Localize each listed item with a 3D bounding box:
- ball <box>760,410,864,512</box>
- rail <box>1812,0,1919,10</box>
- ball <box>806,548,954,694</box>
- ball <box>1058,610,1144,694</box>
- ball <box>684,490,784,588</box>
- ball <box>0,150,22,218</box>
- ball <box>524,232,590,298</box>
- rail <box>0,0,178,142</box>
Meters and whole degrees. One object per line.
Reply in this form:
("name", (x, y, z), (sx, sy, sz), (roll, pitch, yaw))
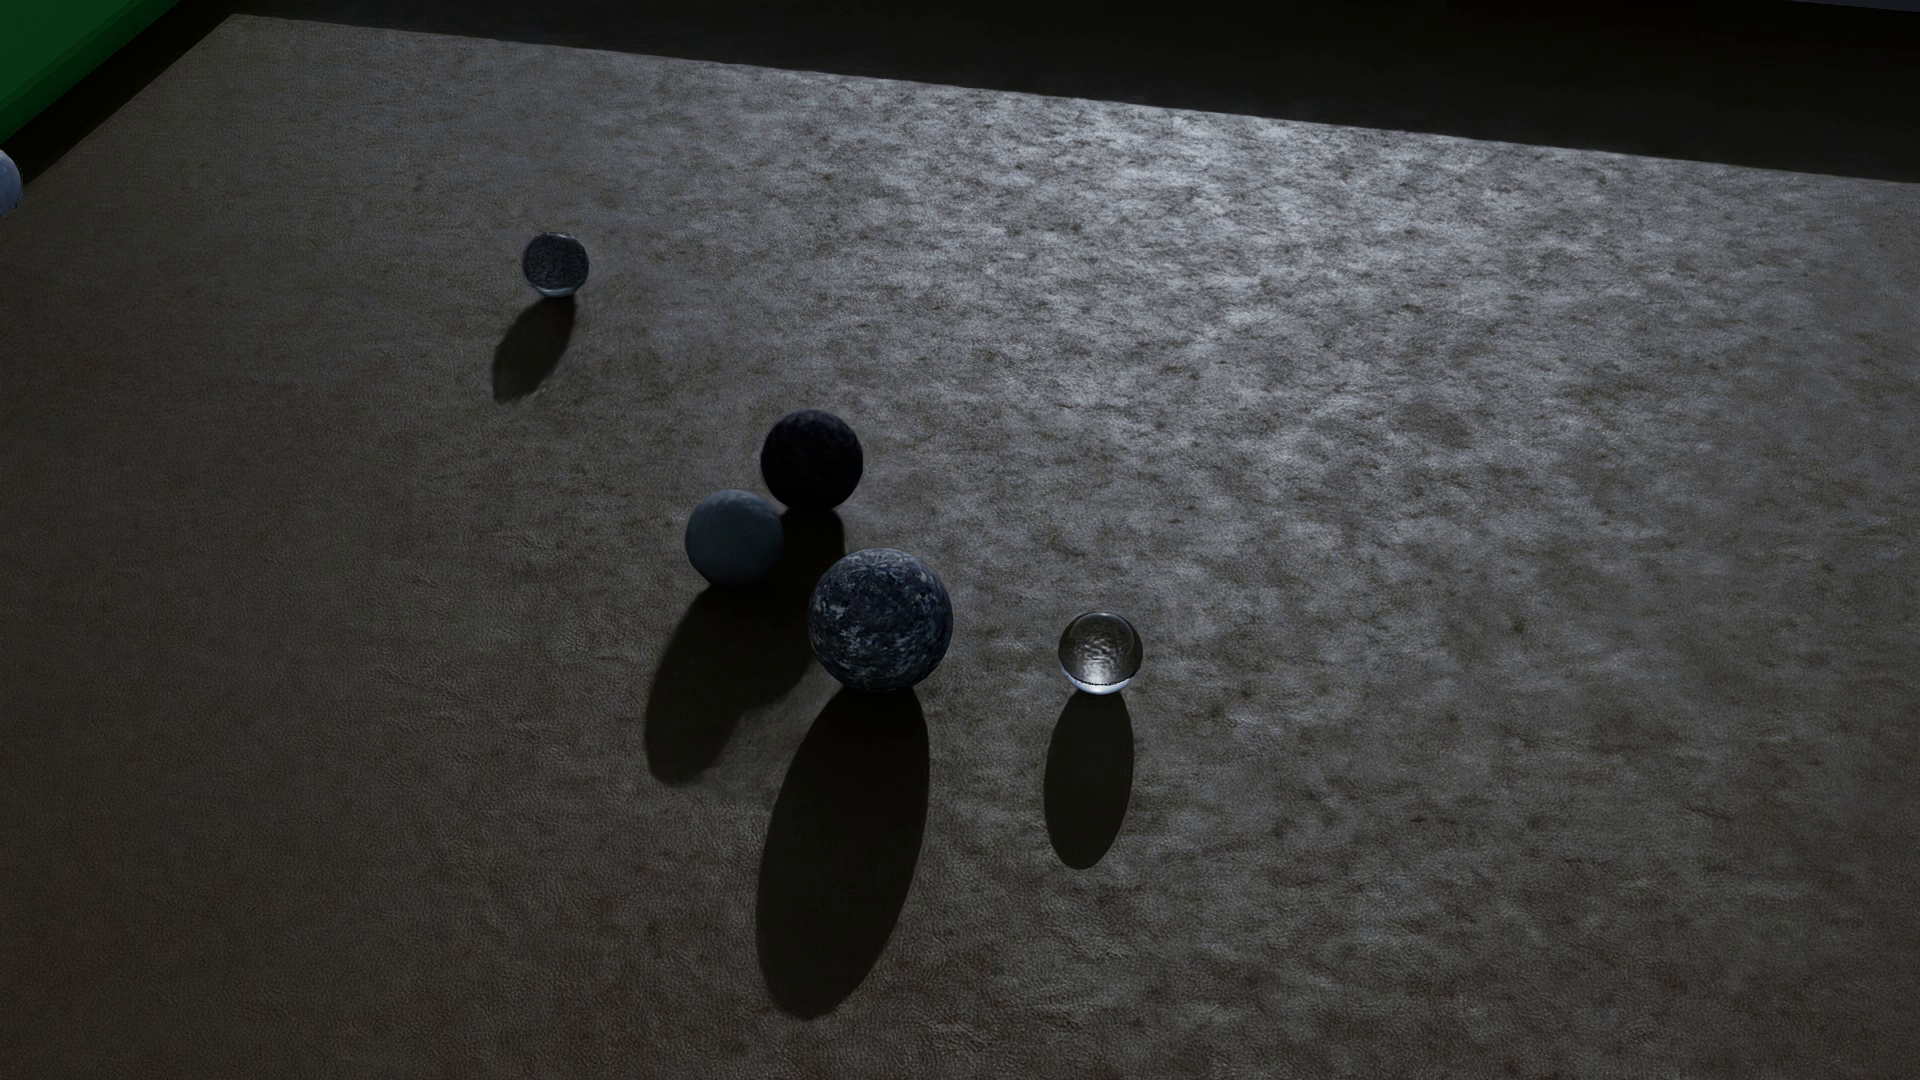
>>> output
("ball", (-0.111, -0.059, 1.923), (0.077, 0.077, 0.077), (0, 35, 0))
("rail", (1.322, -0.559, 2.602), (4.256, 0.129, 0.045), (8, 35, 11))
("ball", (-0.054, 0.055, 1.737), (0.099, 0.099, 0.099), (0, 35, 0))
("ball", (0.095, 0.076, 1.743), (0.058, 0.058, 0.058), (0, 35, 0))
("ball", (-0.162, 0.000, 1.843), (0.071, 0.071, 0.071), (0, 35, 0))
("ball", (-0.883, -0.321, 2.307), (0.073, 0.073, 0.073), (0, 35, 0))
("ball", (-0.346, -0.235, 2.198), (0.056, 0.056, 0.056), (0, 35, 0))
("rail", (-1.011, -0.163, 2.025), (0.045, 0.129, 2.503), (8, 35, 11))
